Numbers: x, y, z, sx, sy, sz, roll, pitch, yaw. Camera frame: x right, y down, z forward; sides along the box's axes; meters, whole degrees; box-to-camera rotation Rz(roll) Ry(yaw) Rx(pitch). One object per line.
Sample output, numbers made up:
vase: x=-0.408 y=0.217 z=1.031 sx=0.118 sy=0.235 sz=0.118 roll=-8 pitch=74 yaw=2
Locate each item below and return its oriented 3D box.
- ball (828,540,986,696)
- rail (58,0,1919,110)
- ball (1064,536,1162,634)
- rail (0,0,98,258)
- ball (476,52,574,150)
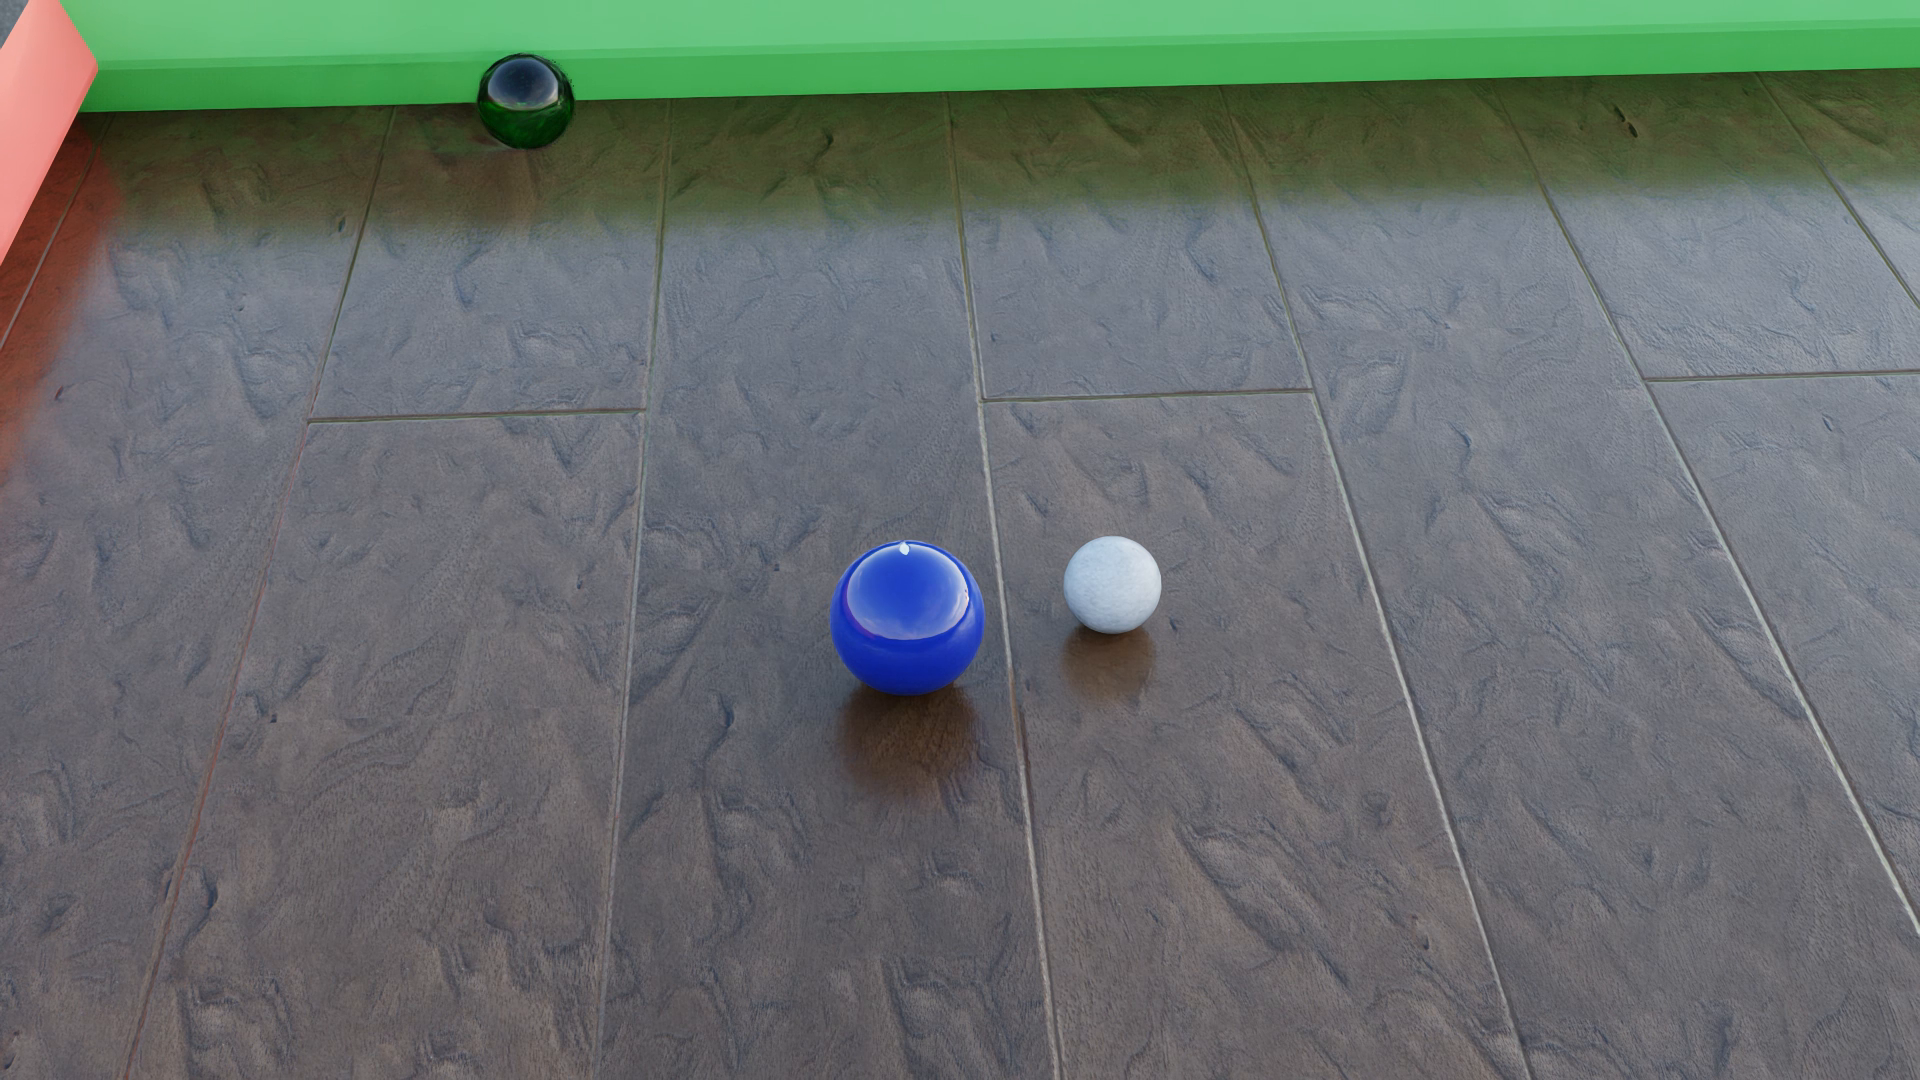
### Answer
ball: x=-0.033 y=0.049 z=1.619 sx=0.099 sy=0.099 sz=0.099 roll=0 pitch=36 yaw=0
rail: x=0.718 y=-0.475 z=2.323 sx=3.039 sy=0.128 sz=0.045 roll=-2 pitch=36 yaw=-3
ball: x=0.100 y=0.029 z=1.676 sx=0.064 sy=0.064 sz=0.064 roll=0 pitch=36 yaw=0
rail: x=-0.735 y=0.004 z=1.654 sx=0.045 sy=0.128 sz=1.529 roll=-2 pitch=36 yaw=-3
ball: x=-0.378 y=-0.382 z=2.234 sx=0.083 sy=0.083 sz=0.083 roll=0 pitch=36 yaw=0
